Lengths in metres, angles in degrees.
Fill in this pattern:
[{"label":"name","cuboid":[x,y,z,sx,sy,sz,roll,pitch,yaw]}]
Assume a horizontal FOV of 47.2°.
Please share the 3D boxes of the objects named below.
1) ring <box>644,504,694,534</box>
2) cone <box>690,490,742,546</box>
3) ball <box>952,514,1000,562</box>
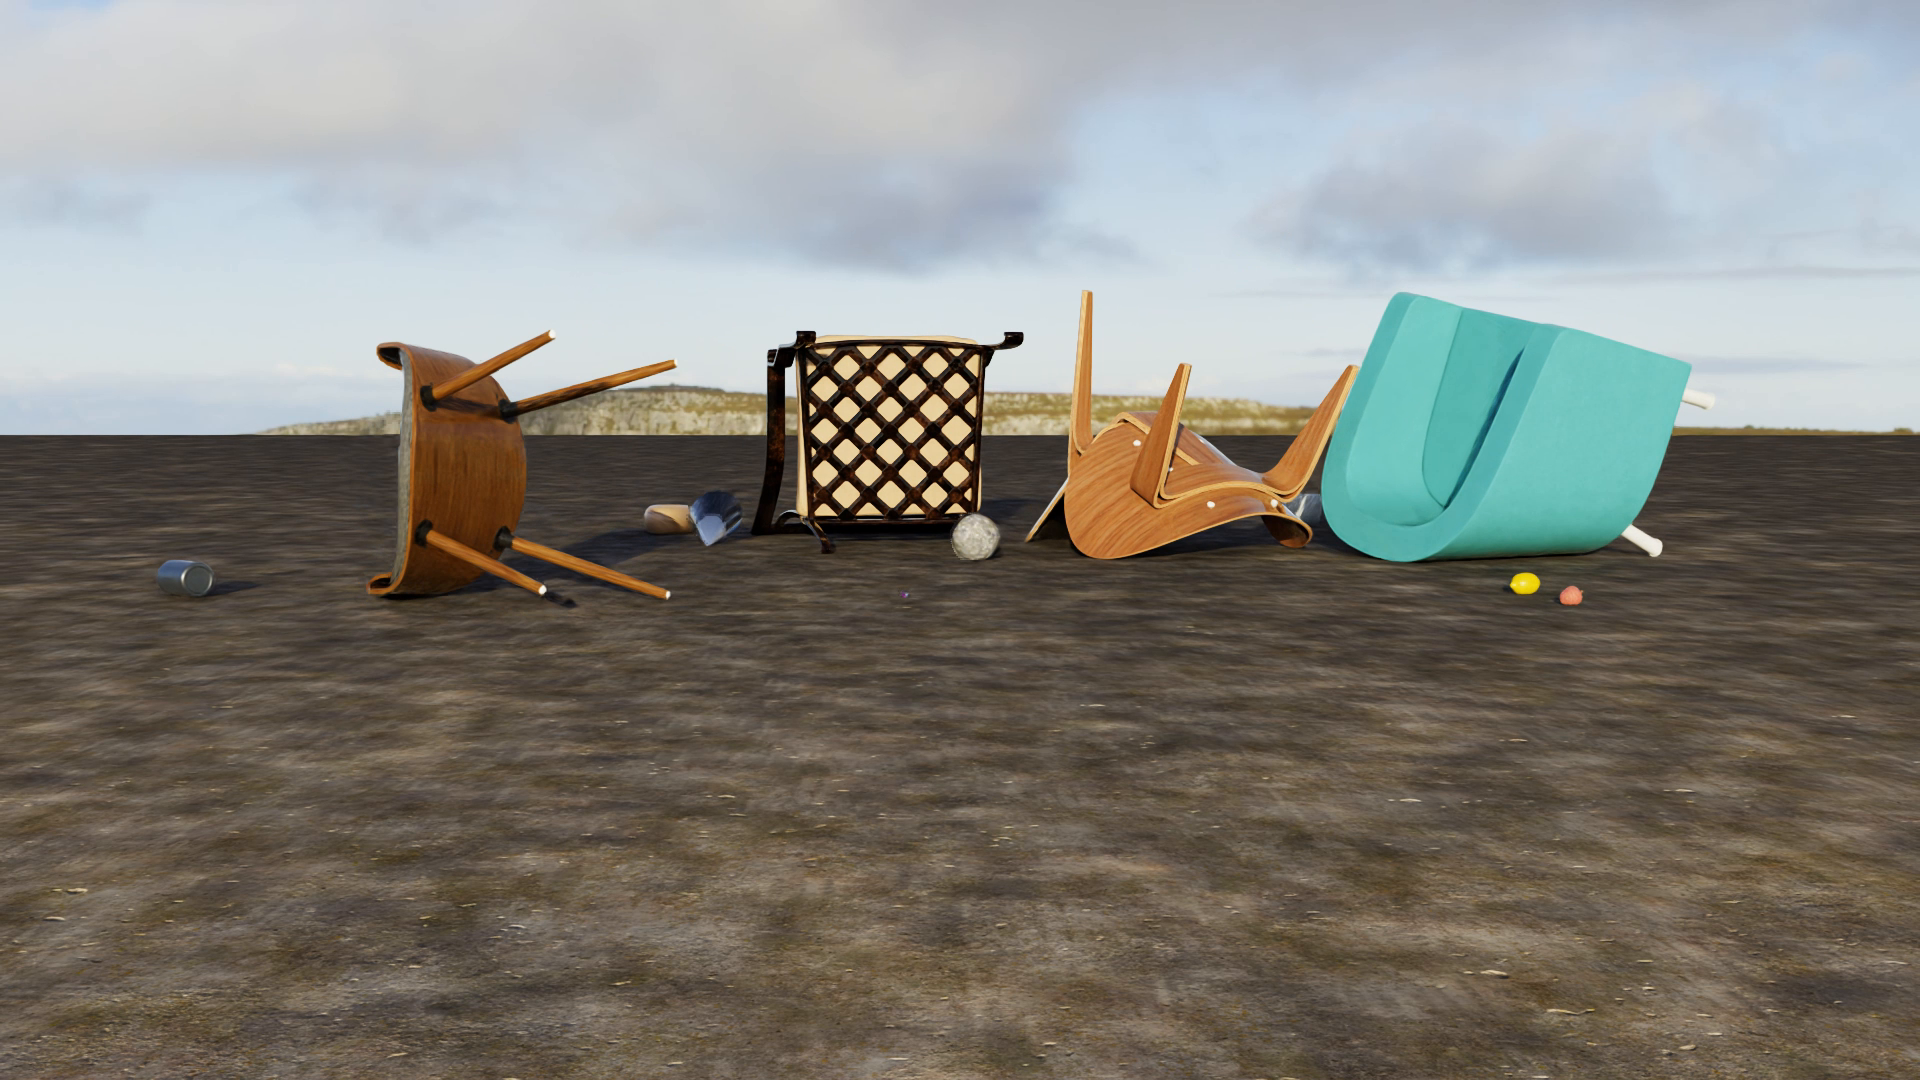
[{"label":"ring","cuboid":[-0.904,-0.064,6.863,0.151,0.086,0.260,3,3,11]},{"label":"cone","cuboid":[-0.724,-0.027,6.398,0.162,0.148,0.299,-32,16,9]},{"label":"ball","cuboid":[0.043,-0.006,5.738,0.123,0.123,0.123,0,4,0]}]
